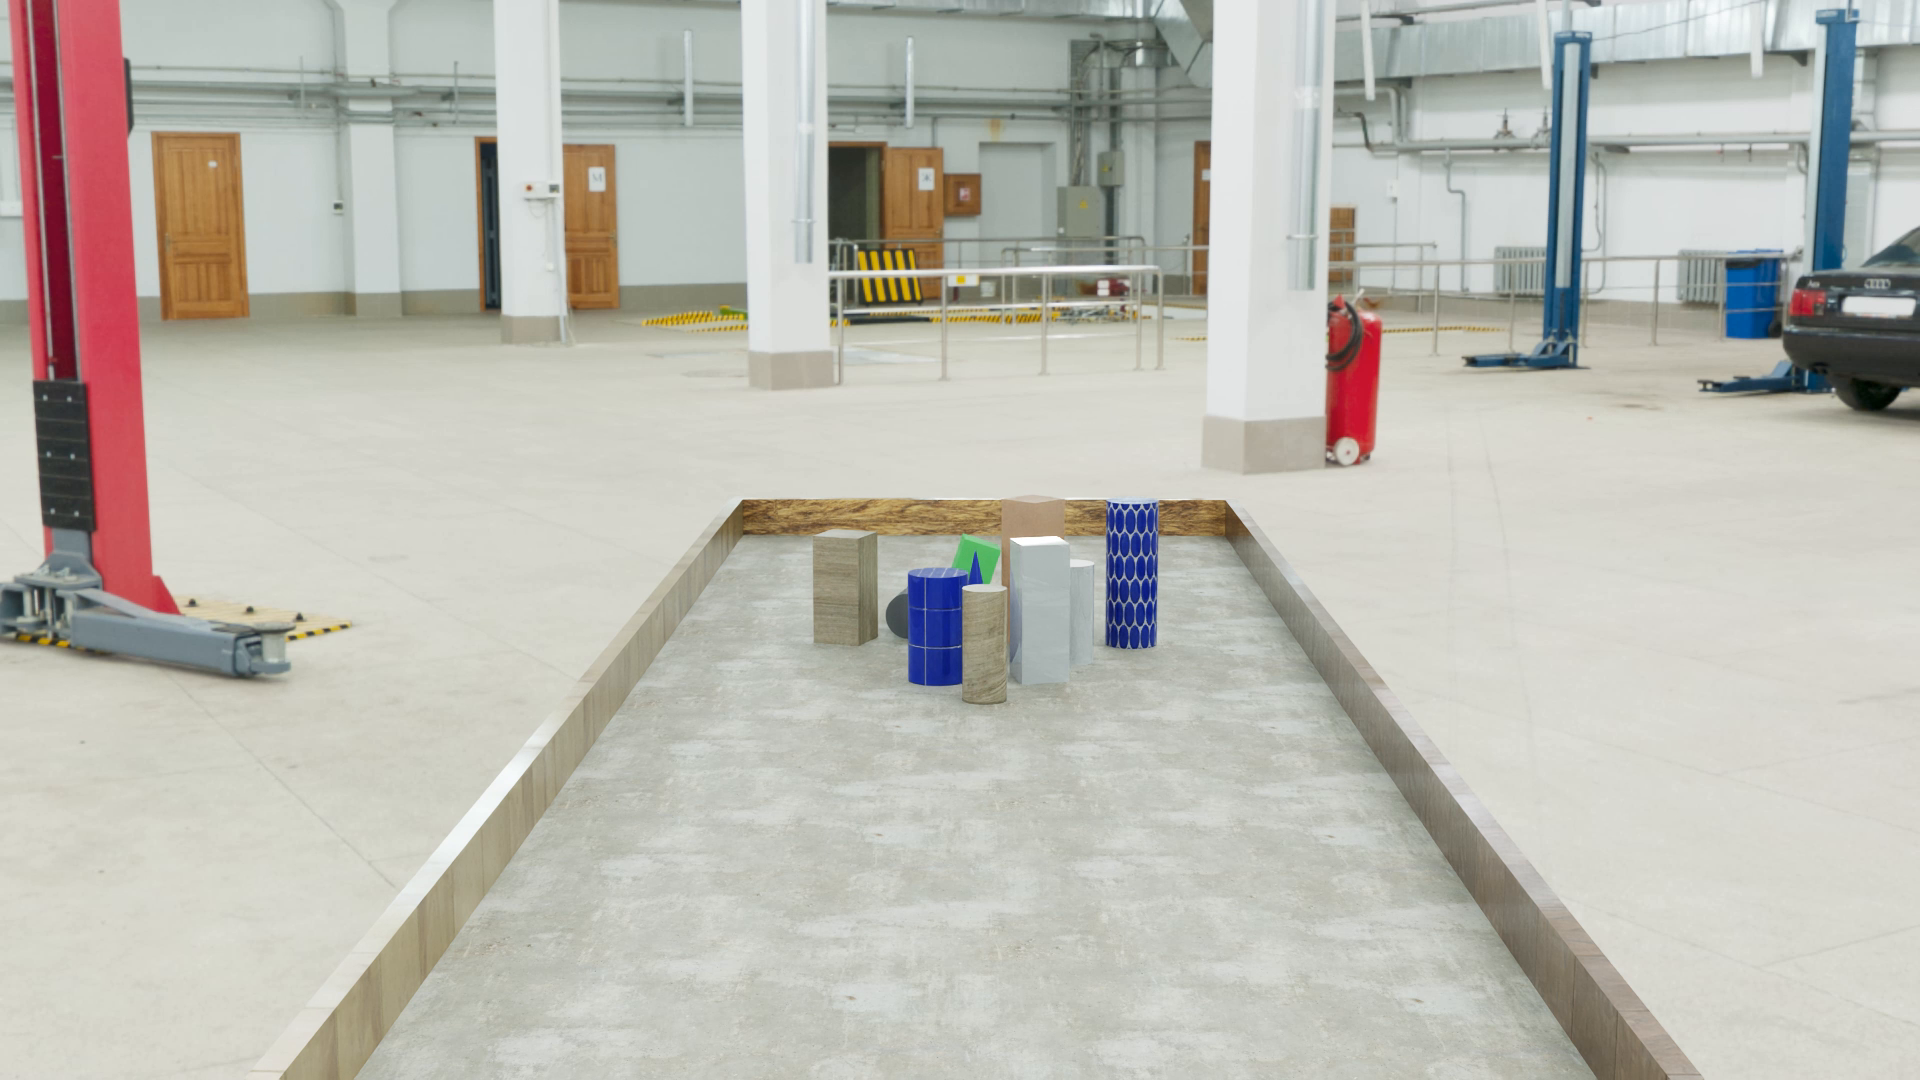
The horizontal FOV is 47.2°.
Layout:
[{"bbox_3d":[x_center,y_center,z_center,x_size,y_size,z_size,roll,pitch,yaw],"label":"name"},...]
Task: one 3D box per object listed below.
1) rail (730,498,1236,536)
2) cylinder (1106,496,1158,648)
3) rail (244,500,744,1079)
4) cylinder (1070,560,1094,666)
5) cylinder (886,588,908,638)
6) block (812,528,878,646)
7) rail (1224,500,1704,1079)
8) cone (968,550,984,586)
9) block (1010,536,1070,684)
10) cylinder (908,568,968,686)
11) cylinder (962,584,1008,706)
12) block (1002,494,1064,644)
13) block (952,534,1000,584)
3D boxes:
[{"bbox_3d":[0.099,-0.098,9.147,2.100,0.150,0.050,0,9,1],"label":"rail"},{"bbox_3d":[0.540,0.102,6.908,0.164,0.457,0.164,0,9,0],"label":"cylinder"},{"bbox_3d":[-1.004,0.839,3.234,0.050,0.150,12.000,0,9,1],"label":"rail"},{"bbox_3d":[0.337,0.219,6.665,0.138,0.302,0.138,0,9,0],"label":"cylinder"},{"bbox_3d":[-0.126,0.210,7.220,0.147,0.147,0.432,2,9,11],"label":"cylinder"},{"bbox_3d":[-0.363,0.149,6.976,0.155,0.342,0.155,3,10,21],"label":"block"},{"bbox_3d":[1.046,0.843,3.208,0.050,0.150,12.000,0,9,1],"label":"rail"},{"bbox_3d":[0.047,0.194,6.687,0.150,0.343,0.150,0,9,0],"label":"cone"},{"bbox_3d":[0.232,0.204,6.421,0.142,0.406,0.142,-2,9,-13],"label":"block"},{"bbox_3d":[-0.064,0.251,6.407,0.177,0.318,0.177,0,9,0],"label":"cylinder"},{"bbox_3d":[0.069,0.292,6.150,0.126,0.319,0.126,0,9,0],"label":"cylinder"},{"bbox_3d":[0.230,0.096,6.940,0.140,0.457,0.140,9,13,44],"label":"block"},{"bbox_3d":[0.019,0.153,6.973,0.120,0.313,0.120,18,8,-6],"label":"block"}]
